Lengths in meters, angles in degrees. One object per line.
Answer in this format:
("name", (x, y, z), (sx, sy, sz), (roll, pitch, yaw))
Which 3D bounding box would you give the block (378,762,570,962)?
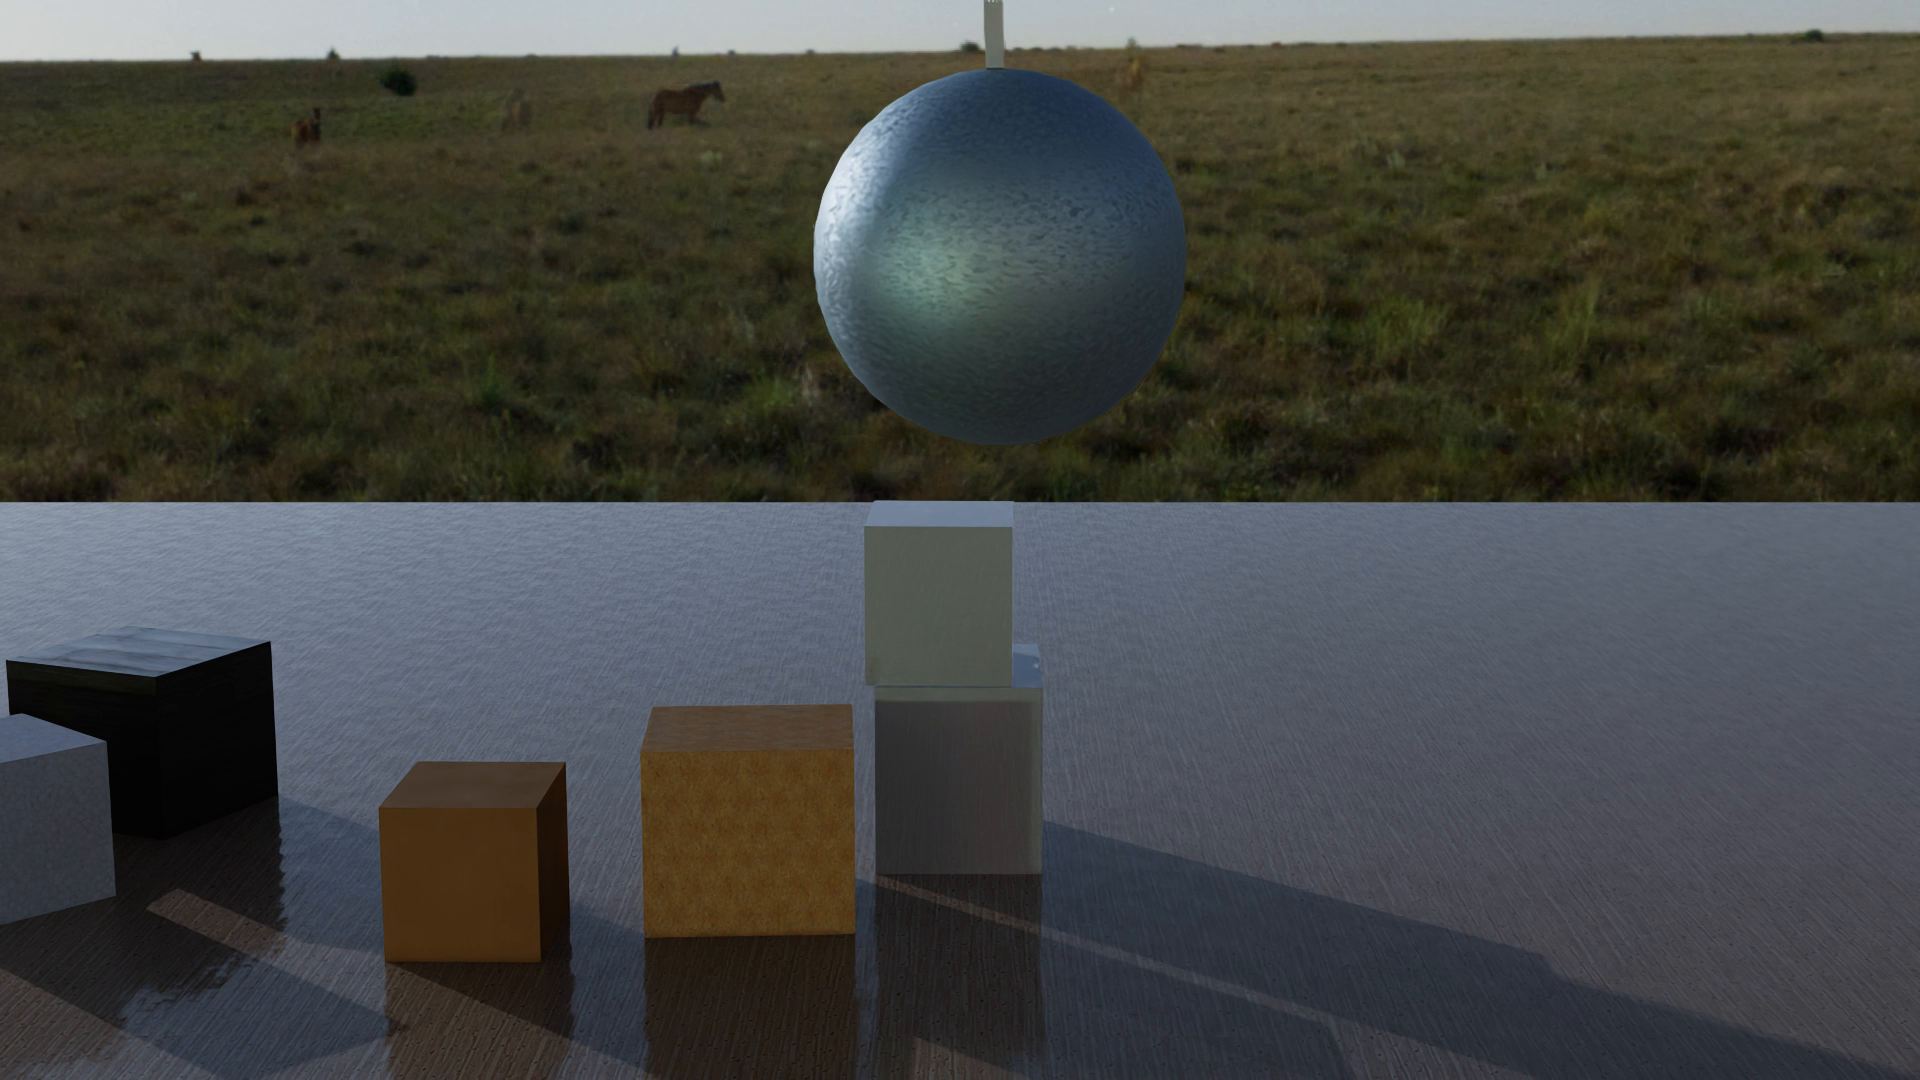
("block", (-1.985, 1.313, 10.557), (0.627, 0.639, 0.695), (0, 10, 1))

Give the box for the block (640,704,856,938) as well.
("block", (-0.885, 1.177, 10.886), (0.868, 0.789, 0.763), (-1, 10, -3))

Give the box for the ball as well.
("ball", (0.170, -1.205, 10.961), (1.600, 1.600, 1.600), (0, 10, 0))

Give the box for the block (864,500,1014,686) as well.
("block", (-0.084, 0.231, 11.549), (0.644, 0.712, 0.682), (0, 10, 2))

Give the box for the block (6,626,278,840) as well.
("block", (-3.932, 0.911, 12.378), (0.884, 0.778, 0.832), (4, 11, 23))

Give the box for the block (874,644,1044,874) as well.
("block", (-0.005, 0.988, 11.753), (0.739, 0.851, 0.875), (0, 10, 0))

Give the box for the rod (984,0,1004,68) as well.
("rod", (0.074, -4.549, 10.353), (0.080, 5.200, 0.080), (-2, 10, 0))

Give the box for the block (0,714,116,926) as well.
("block", (-4.171, 1.205, 11.010), (0.728, 0.689, 0.744), (9, 14, 42))
